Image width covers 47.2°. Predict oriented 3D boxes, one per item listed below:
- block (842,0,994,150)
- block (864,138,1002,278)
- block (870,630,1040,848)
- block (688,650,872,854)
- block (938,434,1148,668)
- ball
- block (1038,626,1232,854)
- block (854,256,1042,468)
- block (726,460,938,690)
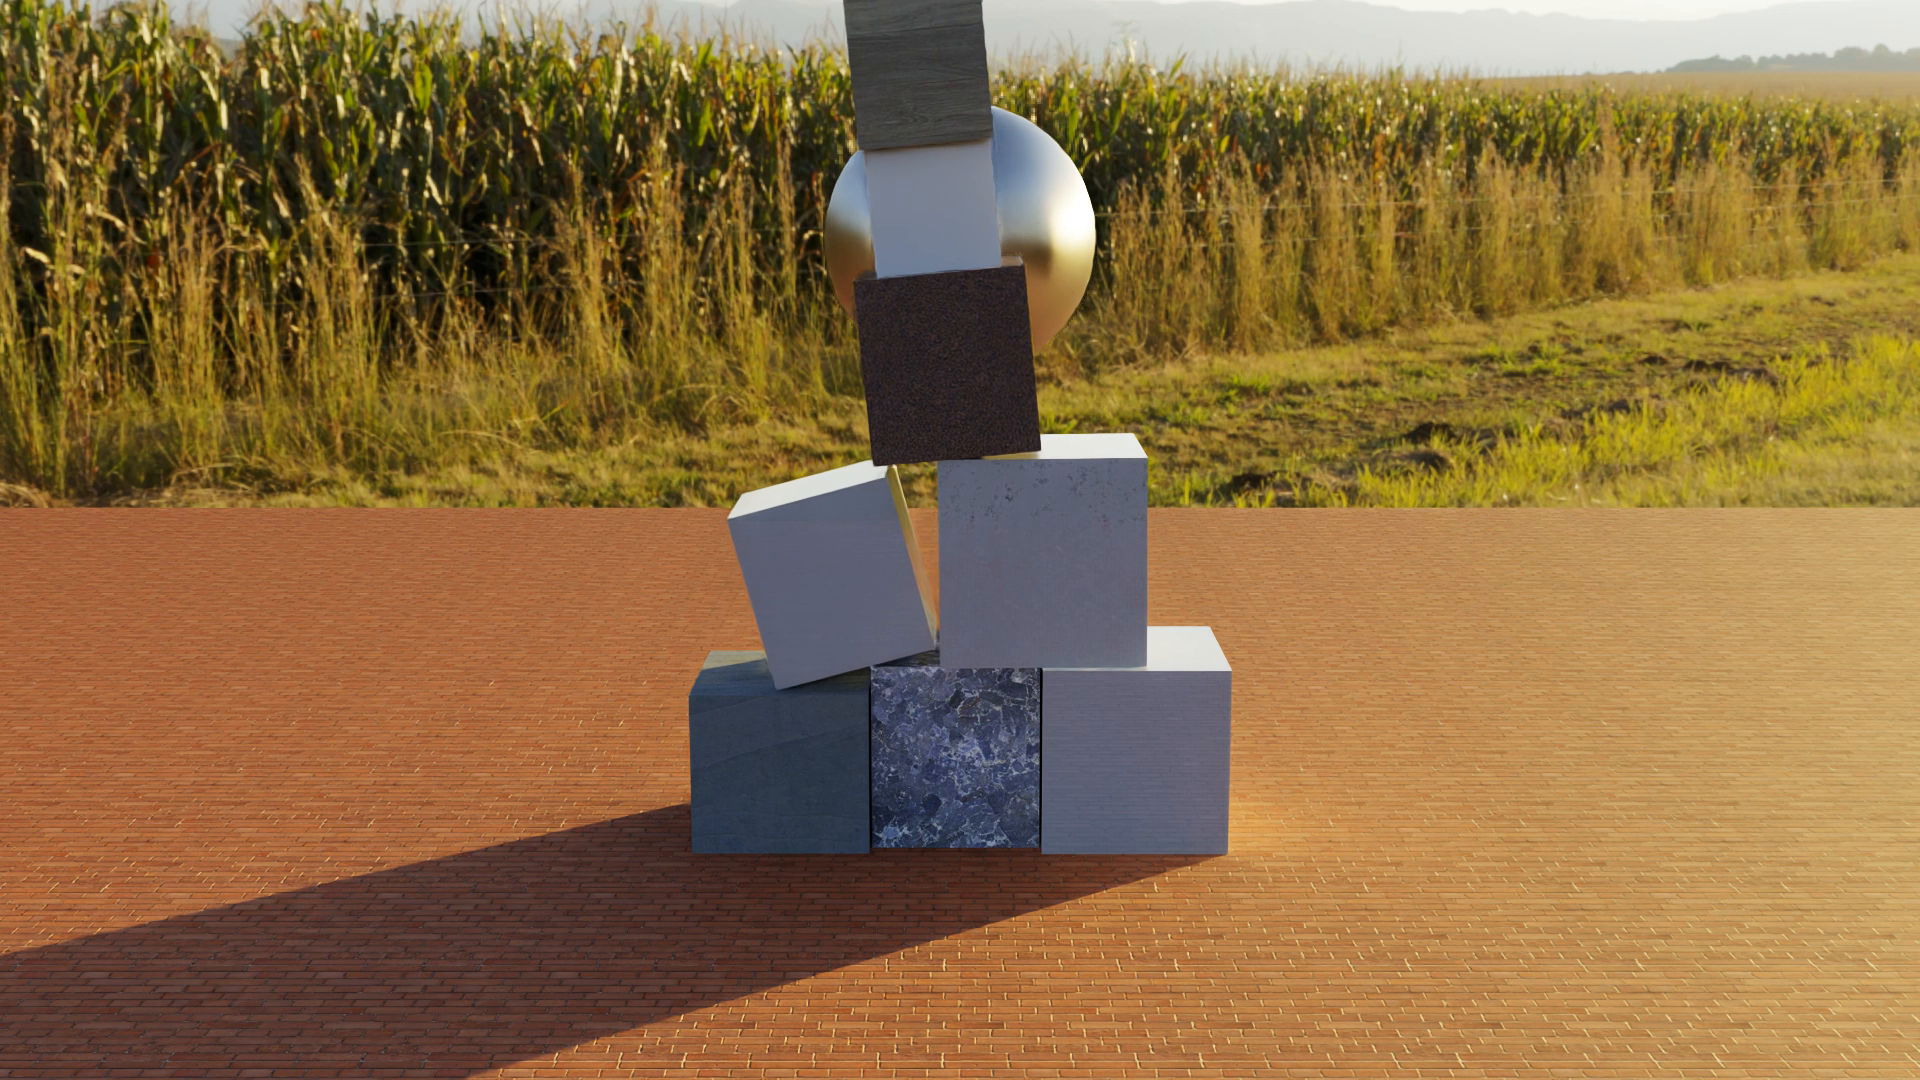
[{"bbox_3d":[-0.198,-2.322,10.742,0.650,0.765,0.664,-6,10,1],"label":"block"},{"bbox_3d":[-0.131,-1.654,10.891,0.609,0.610,0.556,-6,10,1],"label":"block"},{"bbox_3d":[-0.023,1.014,11.384,0.838,0.932,0.830,0,10,0],"label":"block"},{"bbox_3d":[-0.894,1.078,11.370,0.884,0.811,0.967,0,10,0],"label":"block"},{"bbox_3d":[0.407,0.038,11.202,1.022,1.040,0.893,-1,10,0],"label":"block"},{"bbox_3d":[0.000,-1.769,12.967,1.600,1.600,1.600,0,10,0],"label":"ball"},{"bbox_3d":[0.871,1.014,11.365,0.929,0.938,0.998,0,10,0],"label":"block"},{"bbox_3d":[-0.057,-0.913,11.011,0.821,0.898,0.913,-6,10,1],"label":"block"},{"bbox_3d":[-0.632,0.149,11.206,0.816,0.893,0.782,-15,10,3],"label":"block"}]
